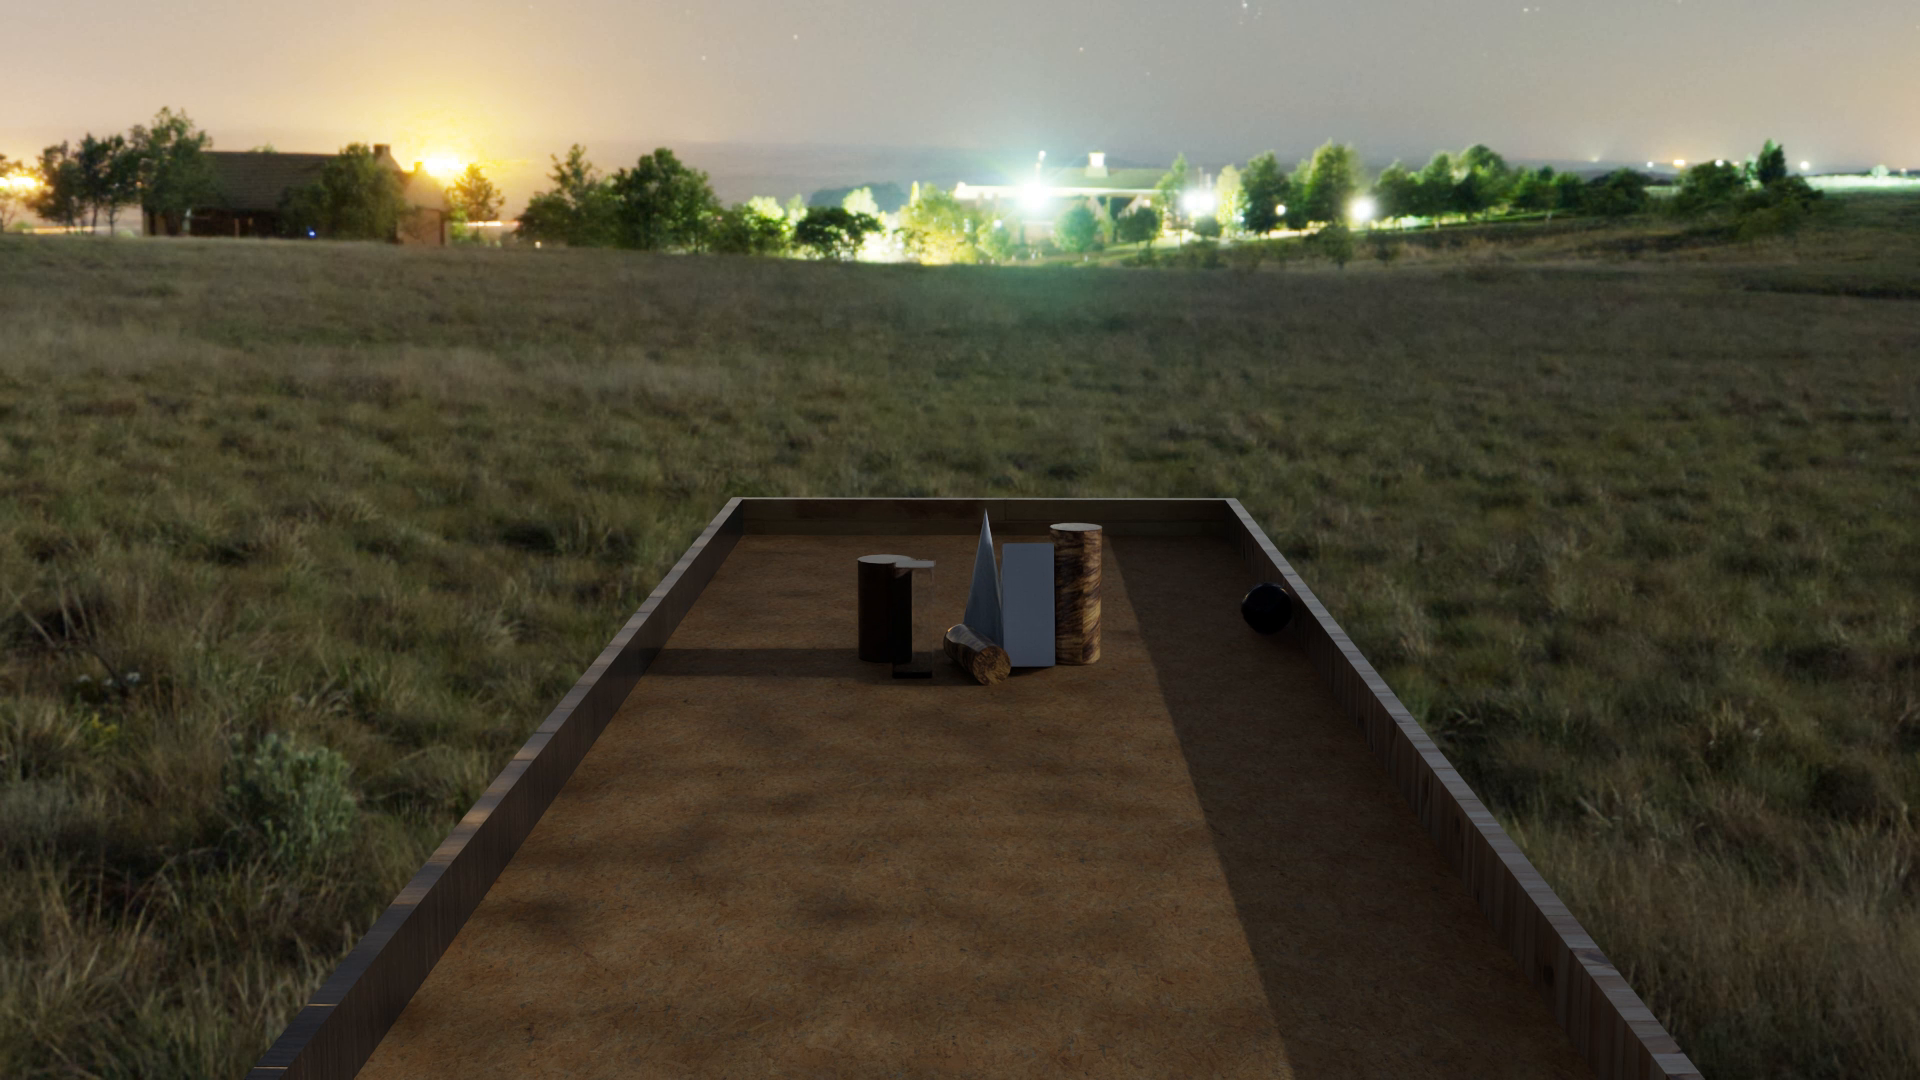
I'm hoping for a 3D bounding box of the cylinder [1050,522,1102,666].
[{"bbox_3d":[0.349,0.163,6.664,0.159,0.411,0.159,0,9,0],"label":"cylinder"}]

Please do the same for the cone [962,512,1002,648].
[{"bbox_3d":[0.078,0.127,6.744,0.178,0.458,0.178,0,9,0],"label":"cone"}]

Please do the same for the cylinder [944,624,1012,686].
[{"bbox_3d":[0.048,0.337,6.513,0.116,0.116,0.344,-2,9,-15],"label":"cylinder"}]

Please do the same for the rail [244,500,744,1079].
[{"bbox_3d":[-1.004,0.839,3.234,0.050,0.150,12.000,0,9,1],"label":"rail"}]

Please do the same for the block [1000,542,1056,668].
[{"bbox_3d":[0.200,0.196,6.537,0.150,0.362,0.150,0,-4,-2],"label":"block"}]

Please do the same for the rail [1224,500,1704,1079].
[{"bbox_3d":[1.046,0.843,3.208,0.050,0.150,12.000,0,9,1],"label":"rail"}]

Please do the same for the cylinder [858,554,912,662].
[{"bbox_3d":[-0.229,0.209,6.718,0.165,0.305,0.165,0,9,0],"label":"cylinder"}]

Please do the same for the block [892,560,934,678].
[{"bbox_3d":[-0.136,0.233,6.478,0.115,0.331,0.115,1,9,0],"label":"block"}]

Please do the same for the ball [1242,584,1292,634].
[{"bbox_3d":[0.991,0.223,7.087,0.162,0.162,0.162,0,9,0],"label":"ball"}]

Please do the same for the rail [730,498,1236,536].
[{"bbox_3d":[0.099,-0.098,9.147,2.100,0.150,0.050,0,9,1],"label":"rail"}]
